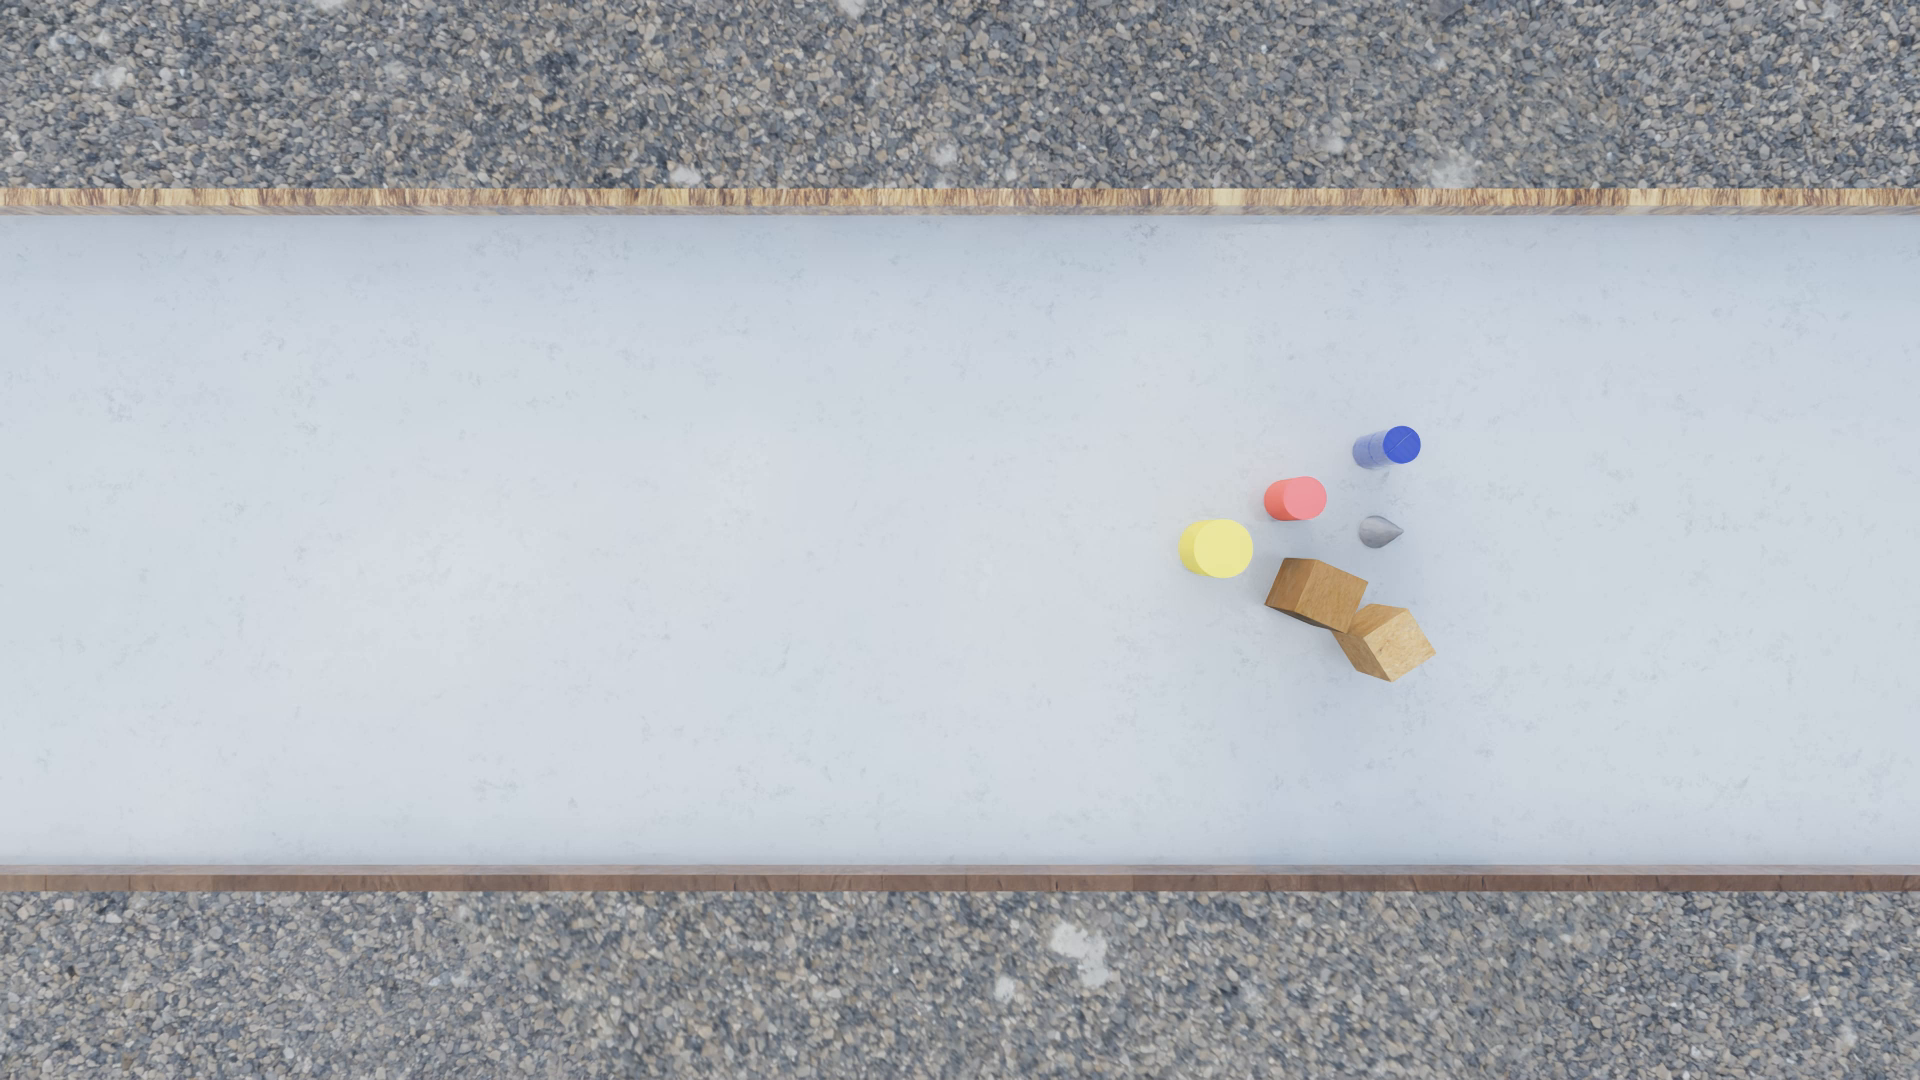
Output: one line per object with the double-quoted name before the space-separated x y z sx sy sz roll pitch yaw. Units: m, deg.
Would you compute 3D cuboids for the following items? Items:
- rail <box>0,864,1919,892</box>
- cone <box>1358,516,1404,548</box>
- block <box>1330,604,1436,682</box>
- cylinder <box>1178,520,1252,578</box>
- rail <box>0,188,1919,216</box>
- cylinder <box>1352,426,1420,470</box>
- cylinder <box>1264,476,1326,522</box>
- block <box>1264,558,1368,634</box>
"rail" -2.247 1.025 5.001 12.000 0.150 0.050 0 90 0
"cone" 1.279 -0.025 4.907 0.103 0.339 0.103 0 90 0
"block" 1.243 0.298 4.867 0.151 0.419 0.151 -33 90 0
"cylinder" 0.757 0.025 4.909 0.171 0.335 0.171 0 90 0
"rail" -2.247 -1.025 5.002 12.000 0.150 0.050 0 90 0
"cylinder" 1.261 -0.272 4.892 0.109 0.370 0.109 0 90 0
"cylinder" 0.998 -0.122 4.924 0.127 0.304 0.127 0 90 0
"block" 1.040 0.158 4.847 0.159 0.459 0.159 23 90 0
